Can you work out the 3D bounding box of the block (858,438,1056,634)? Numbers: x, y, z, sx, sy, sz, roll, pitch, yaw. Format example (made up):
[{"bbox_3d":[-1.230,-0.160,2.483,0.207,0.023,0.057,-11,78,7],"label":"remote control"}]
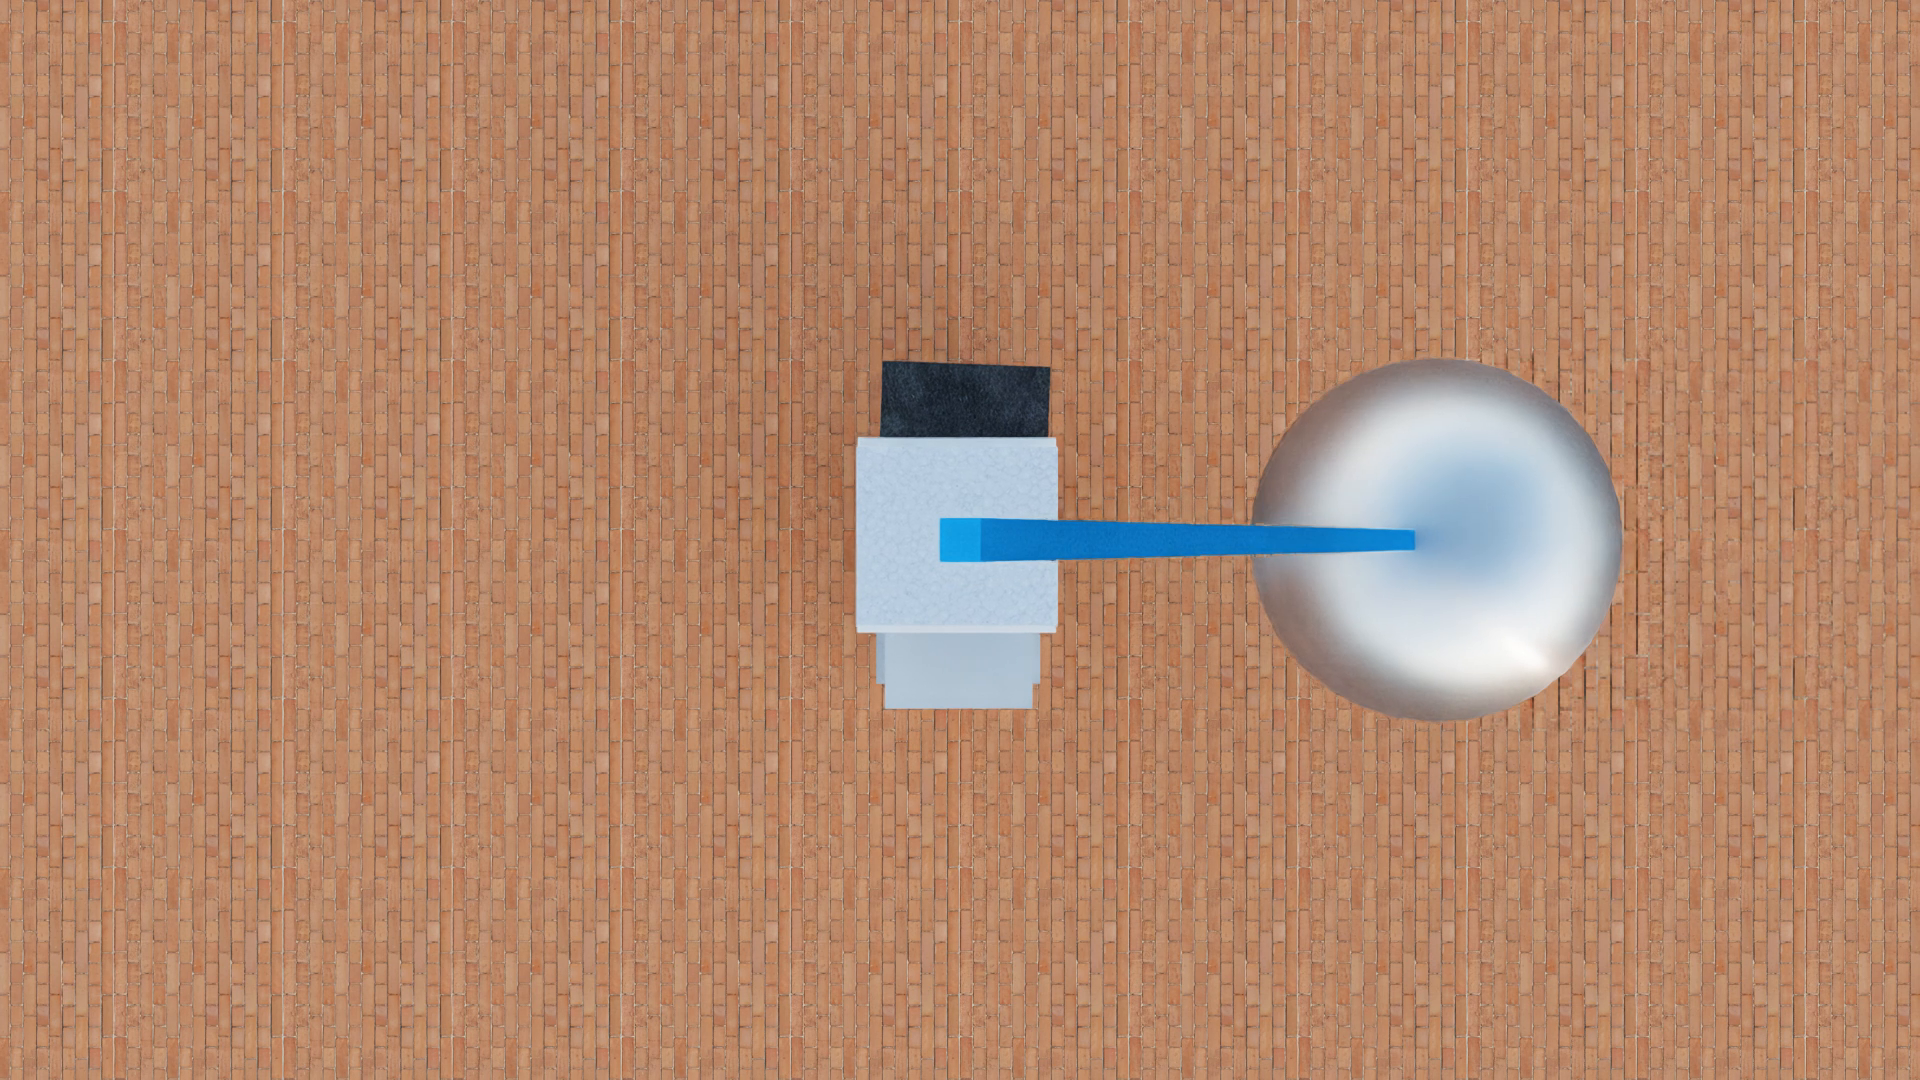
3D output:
[{"bbox_3d":[-0.011,-0.019,9.008,0.784,0.678,0.770,0,90,0],"label":"block"}]

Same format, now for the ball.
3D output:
[{"bbox_3d":[2.074,0.000,9.646,1.600,1.600,1.600,0,90,0],"label":"ball"}]

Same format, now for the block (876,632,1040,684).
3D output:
[{"bbox_3d":[-0.010,0.384,12.624,0.913,0.753,0.832,0,90,0],"label":"block"}]

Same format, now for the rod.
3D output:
[{"bbox_3d":[0.899,0.000,6.456,0.080,5.200,0.080,0,90,20],"label":"rod"}]

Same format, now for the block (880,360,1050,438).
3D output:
[{"bbox_3d":[0.015,-0.401,11.734,0.859,1.038,0.980,2,89,0],"label":"block"}]

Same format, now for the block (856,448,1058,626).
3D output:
[{"bbox_3d":[-0.010,-0.013,8.347,0.734,0.644,0.651,0,90,0],"label":"block"}]

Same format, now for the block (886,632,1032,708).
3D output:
[{"bbox_3d":[-0.007,0.495,11.847,0.766,0.801,0.764,0,90,0],"label":"block"}]
